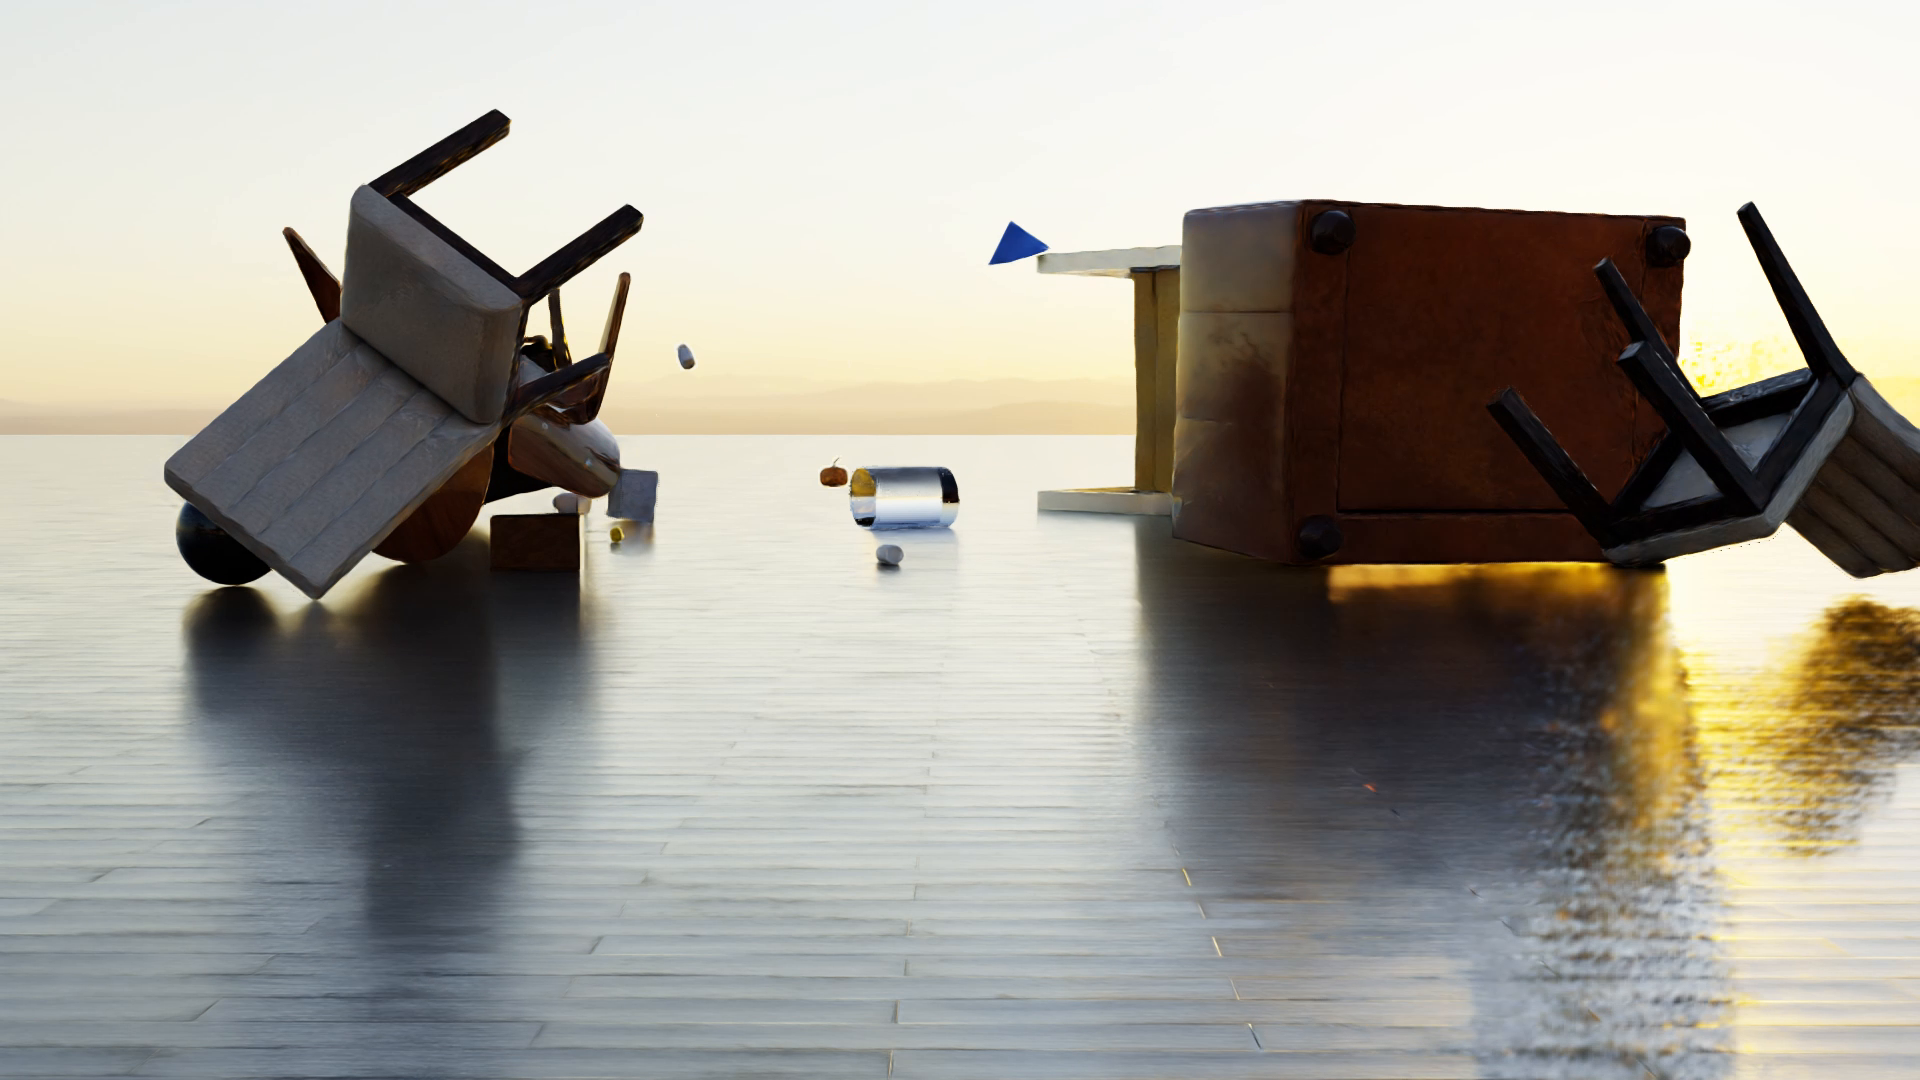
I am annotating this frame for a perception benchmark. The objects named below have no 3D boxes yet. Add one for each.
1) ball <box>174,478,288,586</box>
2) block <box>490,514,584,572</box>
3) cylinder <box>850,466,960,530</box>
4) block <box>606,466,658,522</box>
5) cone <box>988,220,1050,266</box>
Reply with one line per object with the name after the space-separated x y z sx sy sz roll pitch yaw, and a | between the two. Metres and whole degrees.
-1.663 -0.020 5.025 0.248 0.248 0.248 0 4 0 | ball
-1.051 0.006 5.476 0.218 0.135 0.143 0 4 -6 | block
-0.180 -0.138 7.100 0.297 0.188 0.210 -2 48 -29 | cylinder
-1.119 -0.157 7.501 0.121 0.170 0.195 5 2 -21 | block
0.205 -1.127 8.214 0.257 0.140 0.193 -21 15 -24 | cone
